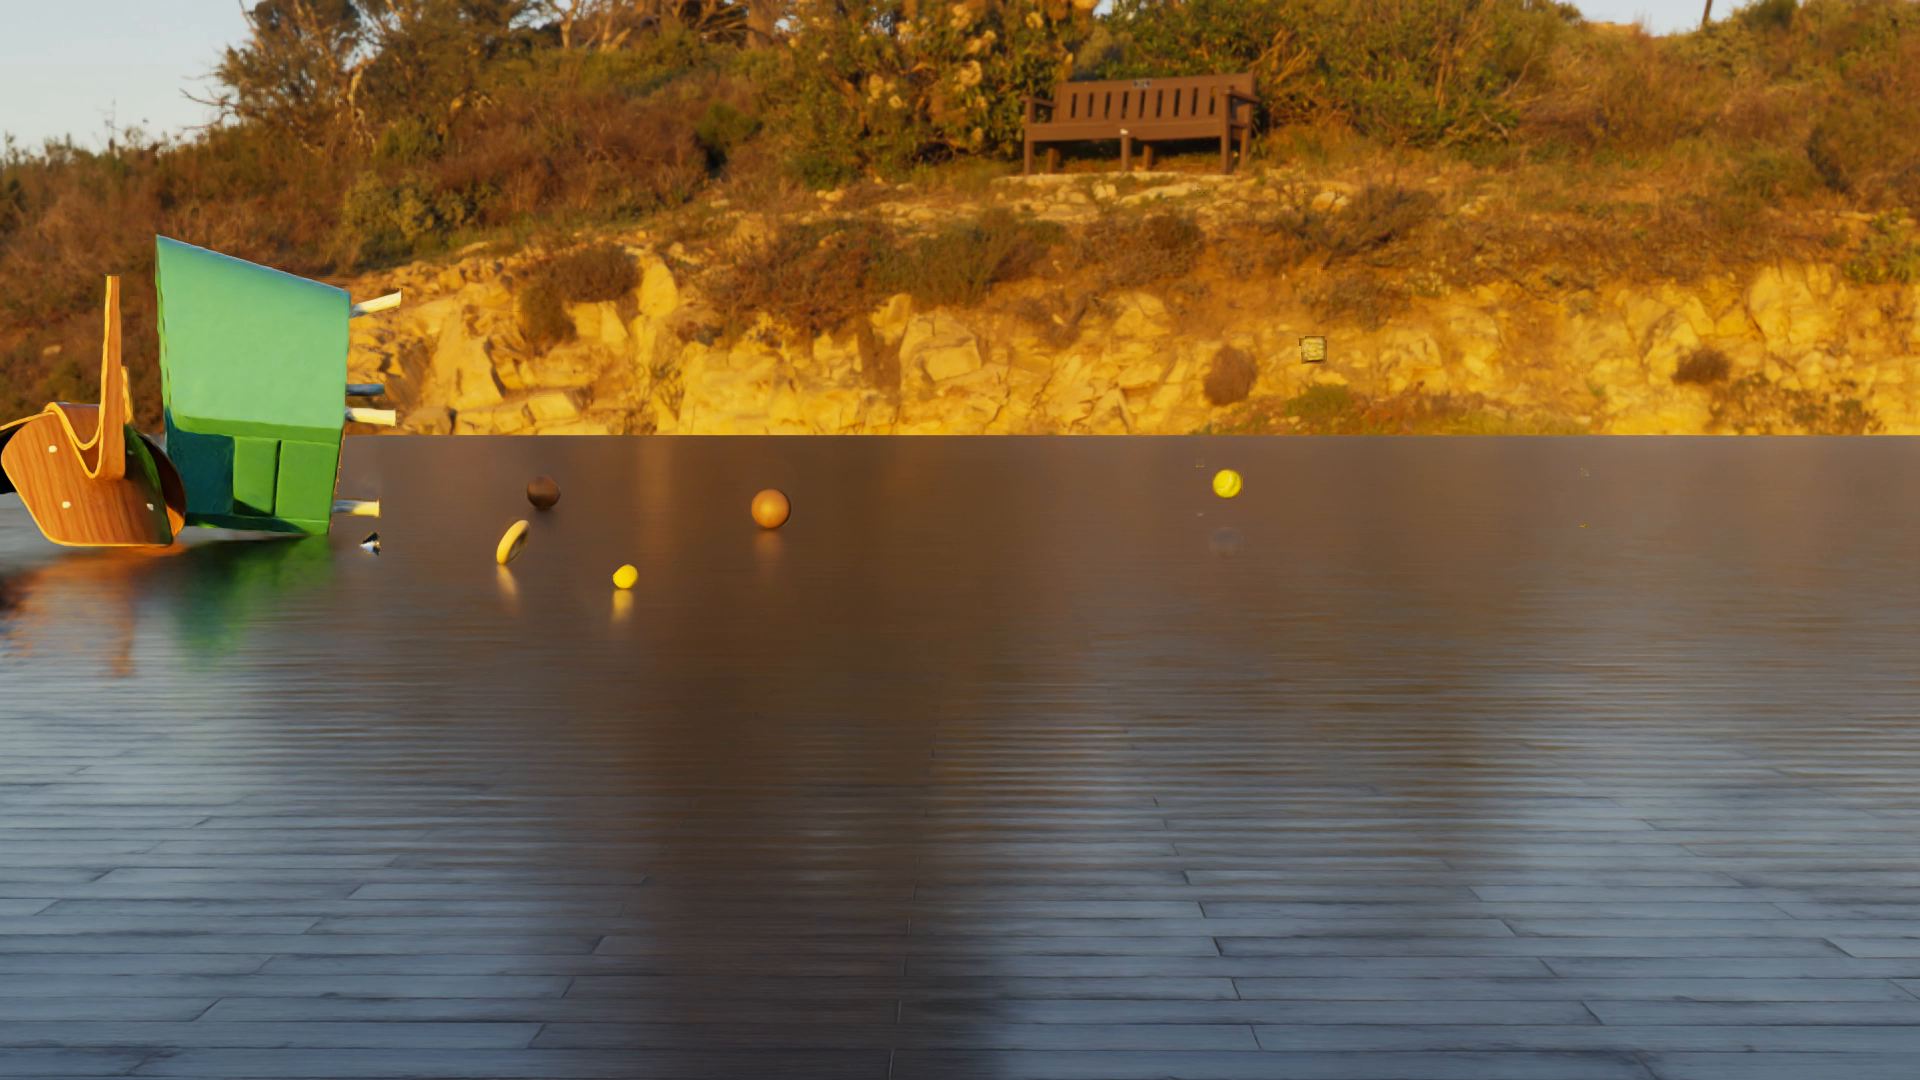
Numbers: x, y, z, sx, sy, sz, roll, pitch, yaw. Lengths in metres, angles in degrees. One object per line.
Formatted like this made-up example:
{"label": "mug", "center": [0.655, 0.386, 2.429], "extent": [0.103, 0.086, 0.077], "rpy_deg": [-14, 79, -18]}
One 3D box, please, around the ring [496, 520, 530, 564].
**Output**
{"label": "ring", "center": [-1.151, 0.006, 5.668], "extent": [0.032, 0.131, 0.093], "rpy_deg": [28, -20, 13]}

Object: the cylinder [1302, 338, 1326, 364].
{"label": "cylinder", "center": [1.353, -0.725, 8.411], "extent": [0.080, 0.082, 0.090], "rpy_deg": [-10, -6, 40]}
